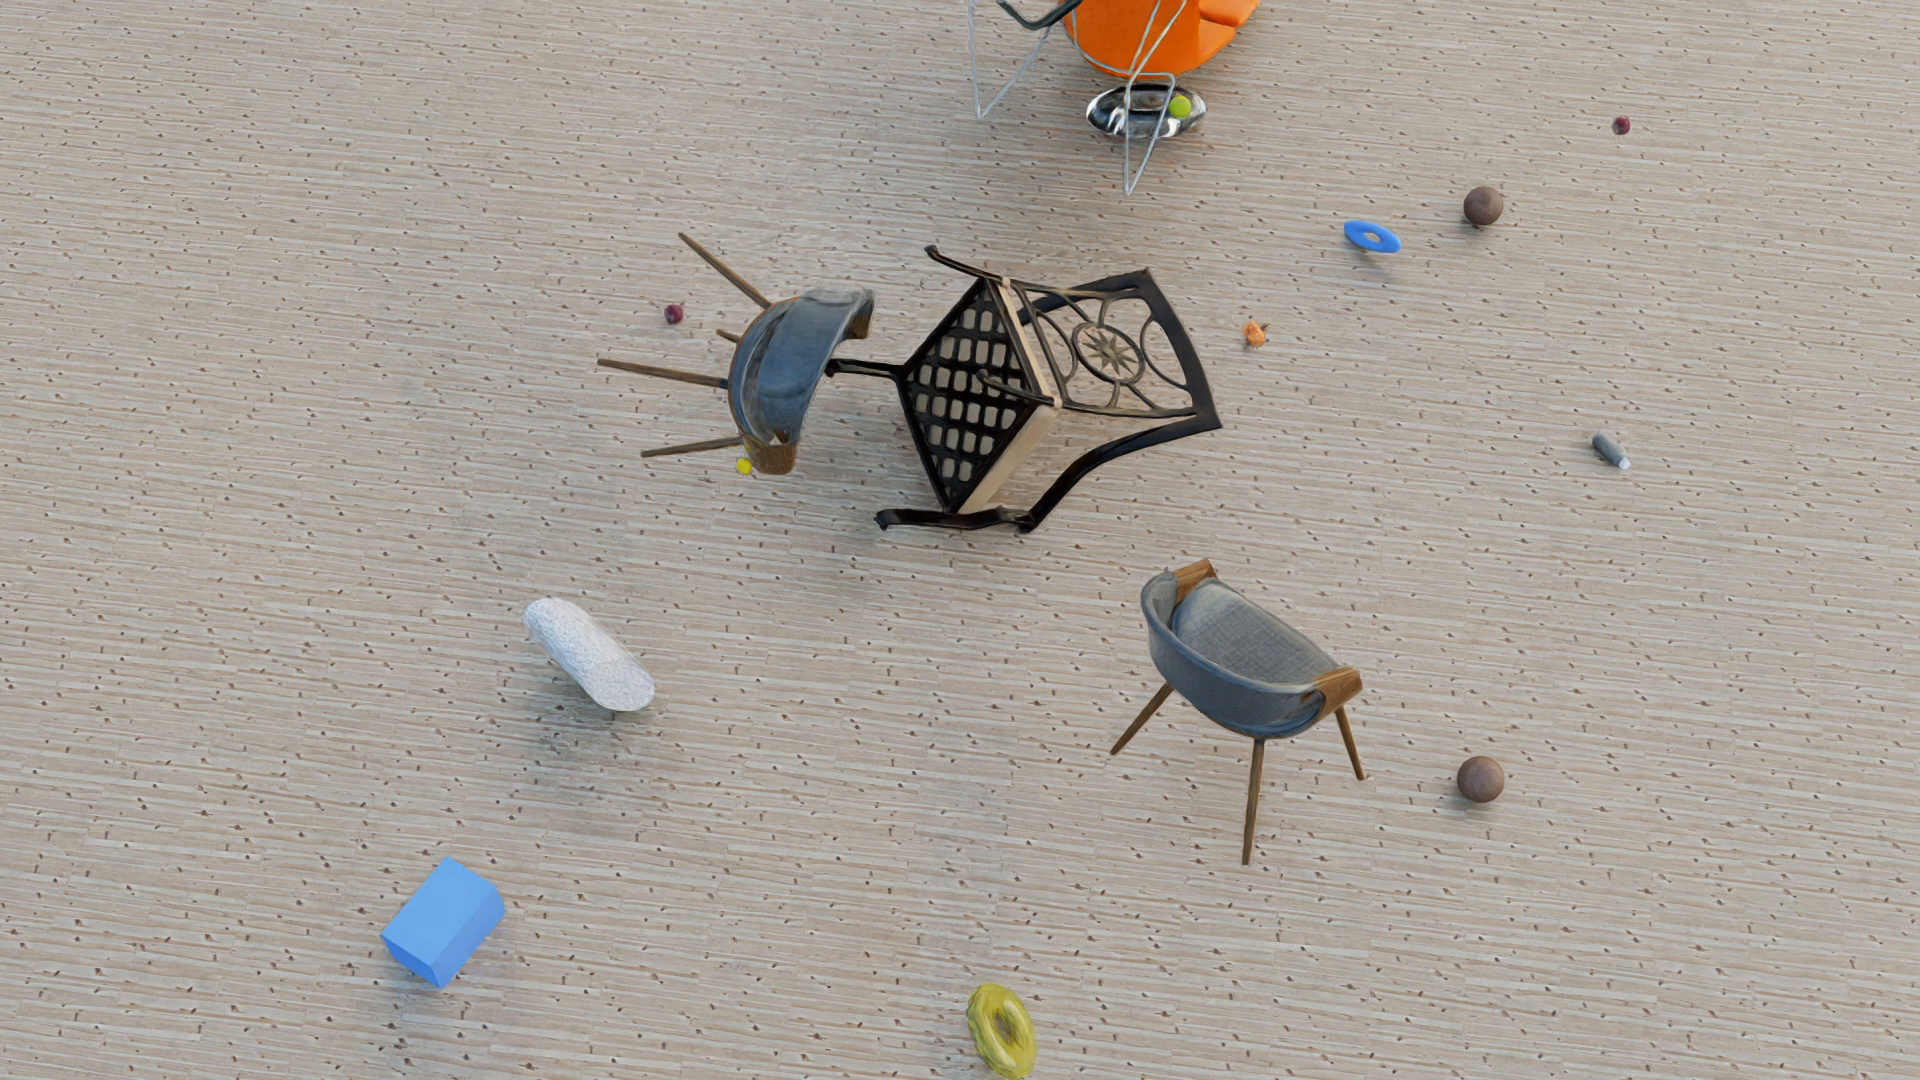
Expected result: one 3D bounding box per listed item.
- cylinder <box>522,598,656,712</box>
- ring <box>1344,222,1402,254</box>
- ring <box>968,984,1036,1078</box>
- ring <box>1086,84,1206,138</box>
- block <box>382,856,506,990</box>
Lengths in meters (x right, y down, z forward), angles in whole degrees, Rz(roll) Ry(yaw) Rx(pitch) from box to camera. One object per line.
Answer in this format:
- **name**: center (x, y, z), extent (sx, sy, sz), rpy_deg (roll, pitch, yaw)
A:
- **cylinder**: center (-1.037, 0.322, 6.157), extent (0.296, 0.329, 0.146), rpy_deg (40, 91, 30)
- **ring**: center (1.345, -0.986, 7.165), extent (0.039, 0.086, 0.242), rpy_deg (-15, 31, -36)
- **ring**: center (0.105, 1.255, 5.628), extent (0.216, 0.062, 0.261), rpy_deg (20, 42, -42)
- **ring**: center (0.634, -1.460, 7.487), extent (0.408, 0.104, 0.220), rpy_deg (-3, 49, -4)
- **block**: center (-1.360, 1.010, 5.801), extent (0.166, 0.158, 0.265), rpy_deg (28, 60, 17)
